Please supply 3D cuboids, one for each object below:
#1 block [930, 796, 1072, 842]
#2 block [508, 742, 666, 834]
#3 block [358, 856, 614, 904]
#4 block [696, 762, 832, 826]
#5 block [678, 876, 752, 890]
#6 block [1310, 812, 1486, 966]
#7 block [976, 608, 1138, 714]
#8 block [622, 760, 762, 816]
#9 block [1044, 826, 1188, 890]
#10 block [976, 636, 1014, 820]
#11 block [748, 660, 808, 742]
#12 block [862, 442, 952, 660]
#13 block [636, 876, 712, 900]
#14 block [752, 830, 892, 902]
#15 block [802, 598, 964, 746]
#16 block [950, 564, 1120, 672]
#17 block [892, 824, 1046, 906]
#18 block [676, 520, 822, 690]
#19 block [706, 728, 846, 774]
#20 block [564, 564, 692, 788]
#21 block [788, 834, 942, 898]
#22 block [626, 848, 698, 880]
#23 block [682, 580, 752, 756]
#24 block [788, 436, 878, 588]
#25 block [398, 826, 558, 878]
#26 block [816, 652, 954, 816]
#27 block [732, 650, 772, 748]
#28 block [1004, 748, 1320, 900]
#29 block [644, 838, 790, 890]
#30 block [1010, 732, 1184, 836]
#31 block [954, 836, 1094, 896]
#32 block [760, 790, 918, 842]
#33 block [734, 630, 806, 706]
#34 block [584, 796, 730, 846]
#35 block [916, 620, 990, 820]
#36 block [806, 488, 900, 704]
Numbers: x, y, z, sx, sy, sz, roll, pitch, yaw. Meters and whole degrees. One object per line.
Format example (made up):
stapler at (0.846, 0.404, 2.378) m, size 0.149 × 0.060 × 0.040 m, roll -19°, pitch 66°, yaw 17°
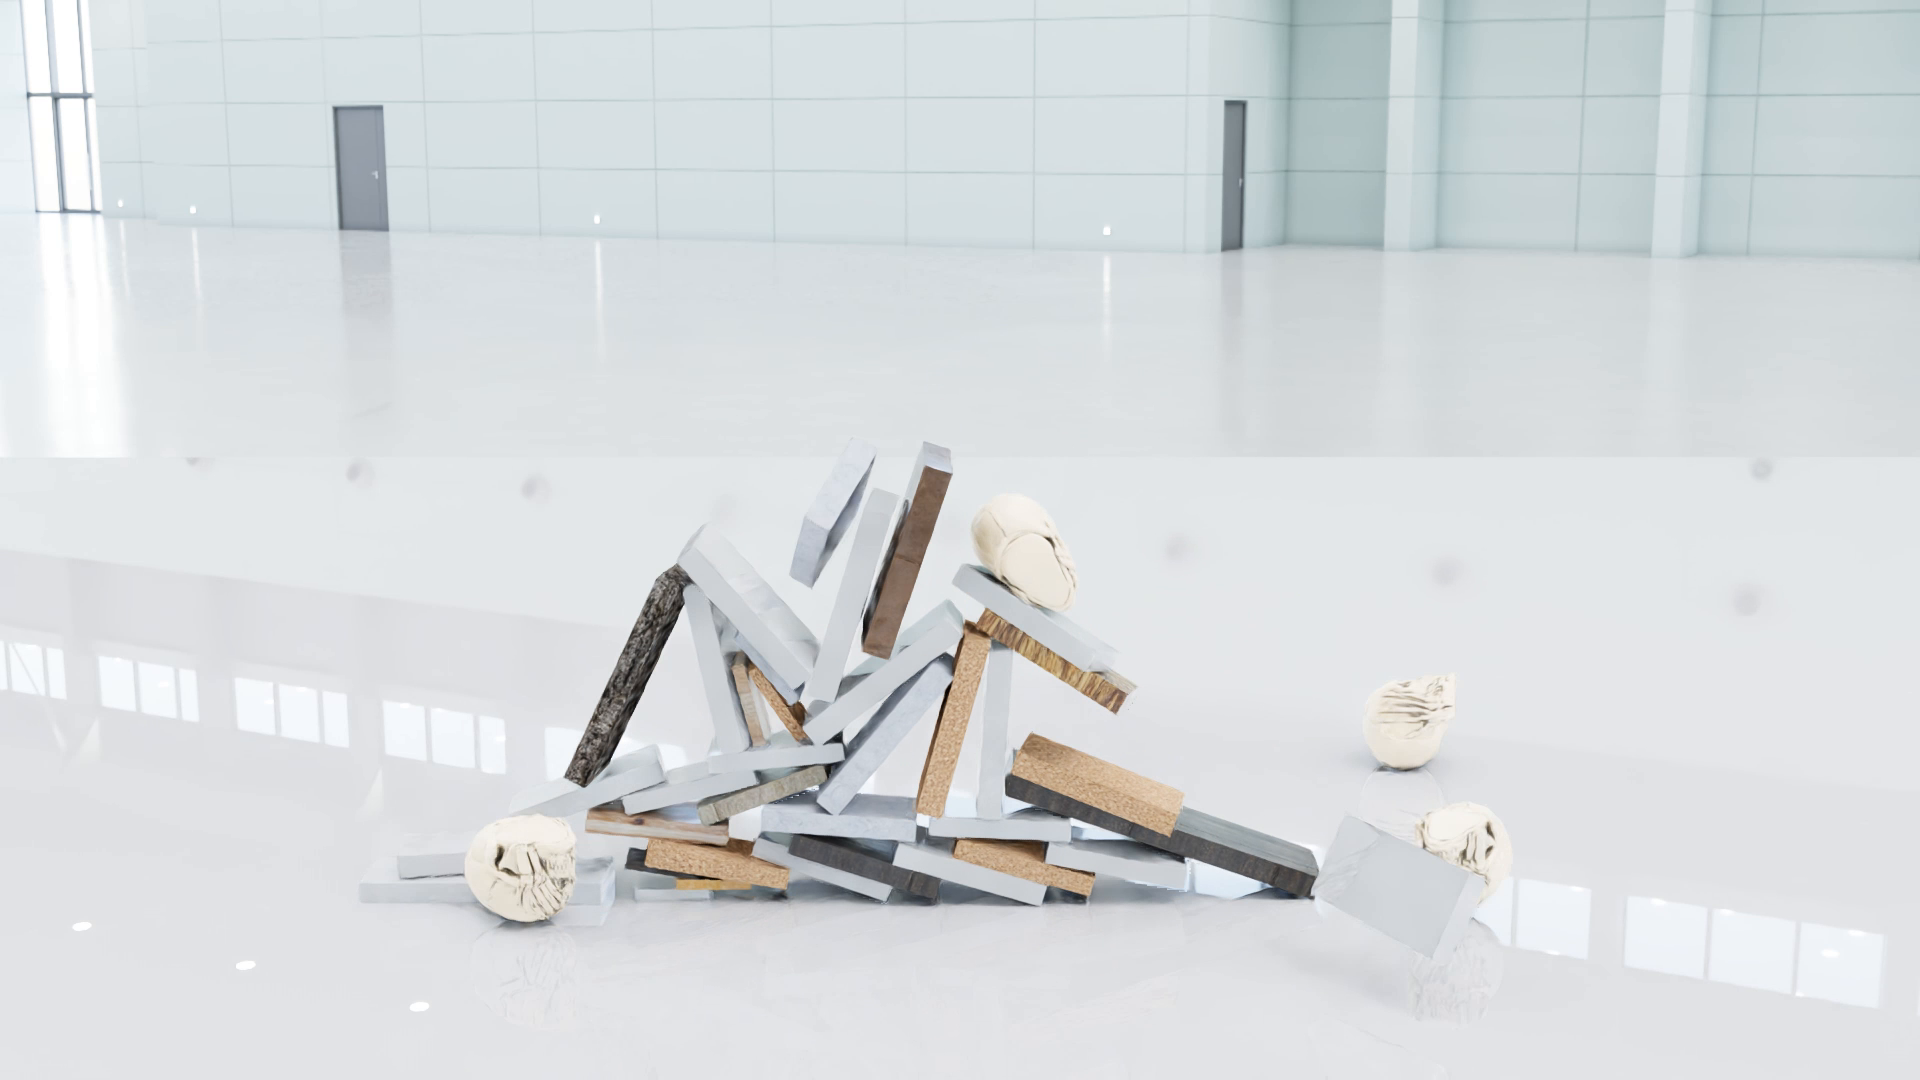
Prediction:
block at (0.068, 0.462, 3.657) m, size 0.232 × 0.033 × 0.116 m, roll 2°, pitch 11°, yaw 2°
block at (-0.623, 0.415, 3.682) m, size 0.259 × 0.037 × 0.130 m, roll -20°, pitch 10°, yaw -6°
block at (-0.789, 0.569, 3.679) m, size 0.398 × 0.037 × 0.130 m, roll 0°, pitch 11°, yaw 1°
block at (-0.325, 0.409, 3.662) m, size 0.222 × 0.031 × 0.111 m, roll -20°, pitch 10°, yaw 4°
block at (-0.408, 0.564, 3.666) m, size 0.122 × 0.017 × 0.061 m, roll 0°, pitch 10°, yaw -2°
block at (0.643, 0.512, 3.248) m, size 0.038 × 0.135 × 0.270 m, roll 25°, pitch -1°, yaw -33°
block at (0.161, 0.191, 3.617) m, size 0.270 × 0.038 × 0.135 m, roll 32°, pitch 8°, yaw 9°
block at (-0.445, 0.403, 3.673) m, size 0.222 × 0.031 × 0.111 m, roll -13°, pitch 10°, yaw 3°
block at (0.256, 0.522, 3.654) m, size 0.232 × 0.033 × 0.116 m, roll 11°, pitch 12°, yaw -2°
block at (0.056, 0.307, 3.630) m, size 0.039 × 0.278 × 0.139 m, roll 4°, pitch 9°, yaw -1°
block at (-0.297, 0.256, 3.630) m, size 0.021 × 0.146 × 0.073 m, roll -30°, pitch 16°, yaw 13°
block at (-0.088, 0.015, 3.573) m, size 0.046 × 0.326 × 0.163 m, roll 17°, pitch 15°, yaw -7°
block at (-0.477, 0.581, 3.671) m, size 0.122 × 0.017 × 0.061 m, roll 0°, pitch 11°, yaw -1°
block at (-0.222, 0.534, 3.678) m, size 0.235 × 0.033 × 0.117 m, roll 18°, pitch 10°, yaw 4°
block at (-0.125, 0.217, 3.625) m, size 0.299 × 0.042 × 0.149 m, roll -38°, pitch 8°, yaw 7°
block at (0.125, 0.128, 3.596) m, size 0.270 × 0.038 × 0.135 m, roll 33°, pitch 8°, yaw 19°
block at (0.016, 0.536, 3.657) m, size 0.253 × 0.036 × 0.126 m, roll 16°, pitch 11°, yaw -4°
block at (-0.340, 0.104, 3.574) m, size 0.040 × 0.283 × 0.141 m, roll -38°, pitch 11°, yaw 14°
block at (-0.302, 0.347, 3.647) m, size 0.222 × 0.031 × 0.111 m, roll -5°, pitch 11°, yaw 0°
block at (-0.538, 0.220, 3.602) m, size 0.040 × 0.370 × 0.141 m, roll 27°, pitch 11°, yaw 2°
block at (-0.154, 0.522, 3.656) m, size 0.253 × 0.036 × 0.126 m, roll 17°, pitch 11°, yaw -1°
block at (-0.493, 0.537, 3.654) m, size 0.121 × 0.017 × 0.061 m, roll 10°, pitch 10°, yaw -6°
block at (-0.389, 0.197, 3.621) m, size 0.040 × 0.283 × 0.141 m, roll -10°, pitch 11°, yaw 10°
block at (-0.213, -0.043, 3.671) m, size 0.046 × 0.163 × 0.326 m, roll 30°, pitch -20°, yaw 1°
block at (-0.811, 0.525, 3.710) m, size 0.259 × 0.037 × 0.130 m, roll -2°, pitch 8°, yaw -12°
block at (-0.122, 0.310, 3.620) m, size 0.042 × 0.299 × 0.149 m, roll 39°, pitch 9°, yaw -6°
block at (-0.343, 0.260, 3.621) m, size 0.021 × 0.146 × 0.073 m, roll -12°, pitch 16°, yaw 7°
block at (0.337, 0.474, 3.683) m, size 0.543 × 0.039 × 0.139 m, roll 19°, pitch 12°, yaw -3°
block at (-0.403, 0.527, 3.664) m, size 0.235 × 0.033 × 0.117 m, roll 11°, pitch 10°, yaw -7°
block at (0.230, 0.402, 3.638) m, size 0.278 × 0.039 × 0.139 m, roll 21°, pitch 12°, yaw 7°
block at (0.107, 0.526, 3.657) m, size 0.232 × 0.033 × 0.116 m, roll 16°, pitch 11°, yaw -1°
block at (-0.197, 0.454, 3.649) m, size 0.253 × 0.036 × 0.126 m, roll 4°, pitch 11°, yaw 0°
block at (-0.311, 0.198, 3.606) m, size 0.021 × 0.146 × 0.073 m, roll -37°, pitch 12°, yaw 14°
block at (-0.504, 0.466, 3.685) m, size 0.235 × 0.033 × 0.117 m, roll 6°, pitch 10°, yaw -6°
block at (-0.011, 0.293, 3.612) m, size 0.042 × 0.299 × 0.149 m, roll 15°, pitch 9°, yaw -2°
block at (-0.174, 0.089, 3.599) m, size 0.046 × 0.326 × 0.163 m, roll 18°, pitch 13°, yaw -1°
